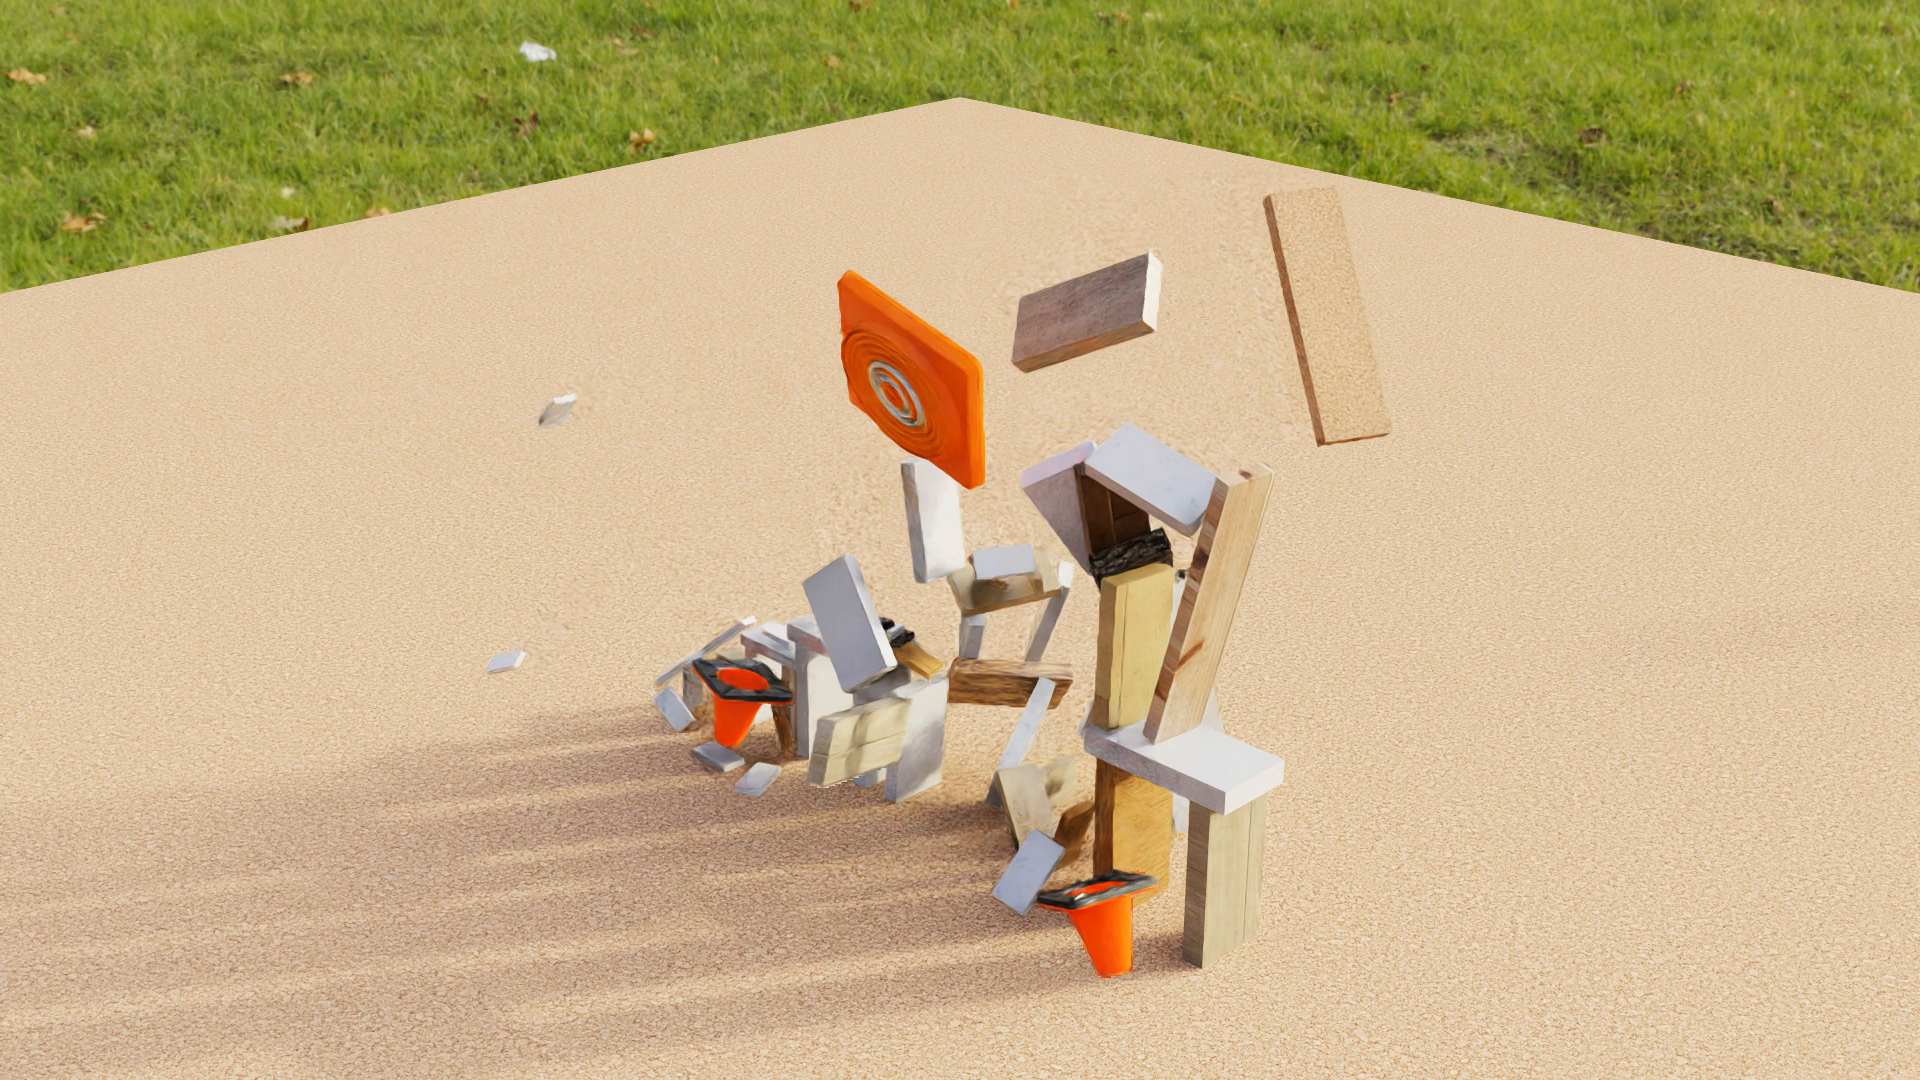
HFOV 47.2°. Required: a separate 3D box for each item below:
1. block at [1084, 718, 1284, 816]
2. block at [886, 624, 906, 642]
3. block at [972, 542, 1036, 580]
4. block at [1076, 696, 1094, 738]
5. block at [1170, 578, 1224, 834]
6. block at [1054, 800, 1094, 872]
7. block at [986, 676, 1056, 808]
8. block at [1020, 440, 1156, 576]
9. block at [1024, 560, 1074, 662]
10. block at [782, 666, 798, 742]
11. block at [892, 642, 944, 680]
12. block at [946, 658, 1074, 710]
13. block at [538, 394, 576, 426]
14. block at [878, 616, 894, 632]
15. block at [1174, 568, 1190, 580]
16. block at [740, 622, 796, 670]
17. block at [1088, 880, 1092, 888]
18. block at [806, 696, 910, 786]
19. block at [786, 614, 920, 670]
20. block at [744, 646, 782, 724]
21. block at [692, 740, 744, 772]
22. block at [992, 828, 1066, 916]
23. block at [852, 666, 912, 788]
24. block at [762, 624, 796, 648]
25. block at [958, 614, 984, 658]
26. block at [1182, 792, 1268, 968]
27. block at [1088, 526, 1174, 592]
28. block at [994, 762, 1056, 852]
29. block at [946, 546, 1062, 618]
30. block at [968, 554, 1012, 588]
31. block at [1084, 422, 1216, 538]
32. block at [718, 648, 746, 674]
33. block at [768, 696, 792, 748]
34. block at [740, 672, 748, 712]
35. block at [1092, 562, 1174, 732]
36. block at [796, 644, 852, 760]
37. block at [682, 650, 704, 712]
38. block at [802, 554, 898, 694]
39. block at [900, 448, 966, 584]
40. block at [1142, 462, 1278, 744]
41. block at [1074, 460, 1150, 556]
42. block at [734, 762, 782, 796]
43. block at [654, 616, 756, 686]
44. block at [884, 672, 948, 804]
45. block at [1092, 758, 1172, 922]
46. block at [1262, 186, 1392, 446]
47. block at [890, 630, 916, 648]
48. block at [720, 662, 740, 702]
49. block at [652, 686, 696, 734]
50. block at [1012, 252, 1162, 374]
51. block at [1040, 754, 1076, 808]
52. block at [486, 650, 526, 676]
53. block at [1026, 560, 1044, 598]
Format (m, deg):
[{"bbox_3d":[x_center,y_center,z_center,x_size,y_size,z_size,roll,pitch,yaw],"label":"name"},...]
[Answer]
[{"bbox_3d":[0.399,0.387,3.948,0.164,0.047,0.329,-21,31,-41],"label":"block"},{"bbox_3d":[-0.166,0.185,4.474,0.103,0.015,0.052,5,28,44],"label":"block"},{"bbox_3d":[0.085,0.042,4.284,0.116,0.058,0.016,-7,-16,-6],"label":"block"},{"bbox_3d":[0.328,0.375,4.395,0.168,0.084,0.024,17,21,-13],"label":"block"},{"bbox_3d":[0.419,0.319,4.214,0.143,0.468,0.040,-16,8,-17],"label":"block"},{"bbox_3d":[0.211,0.570,4.230,0.073,0.147,0.021,-21,49,-40],"label":"block"},{"bbox_3d":[0.124,0.413,4.491,0.036,0.126,0.252,23,56,6],"label":"block"},{"bbox_3d":[0.238,-0.055,4.005,0.146,0.292,0.041,-23,47,15],"label":"block"},{"bbox_3d":[0.183,0.156,4.562,0.030,0.210,0.105,20,28,-3],"label":"block"},{"bbox_3d":[-0.340,0.338,4.735,0.090,0.179,0.025,-21,31,-41],"label":"block"},{"bbox_3d":[-0.091,0.239,4.445,0.104,0.015,0.052,31,39,16],"label":"block"},{"bbox_3d":[0.096,0.298,4.564,0.252,0.126,0.036,4,55,-15],"label":"block"},{"bbox_3d":[-0.813,-0.261,4.434,0.048,0.014,0.095,-17,-16,-37],"label":"block"},{"bbox_3d":[-0.180,0.171,4.441,0.048,0.014,0.096,-29,24,-33],"label":"block"},{"bbox_3d":[0.460,0.103,4.379,0.168,0.024,0.084,5,60,-9],"label":"block"},{"bbox_3d":[-0.382,0.227,4.734,0.090,0.025,0.179,-21,31,-40],"label":"block"},{"bbox_3d":[0.292,0.592,4.169,0.021,0.147,0.073,30,28,27],"label":"block"},{"bbox_3d":[-0.189,0.379,4.177,0.034,0.121,0.352,14,7,21],"label":"block"},{"bbox_3d":[-0.223,0.208,4.549,0.131,0.037,0.263,-21,31,-41],"label":"block"},{"bbox_3d":[-0.425,0.304,4.814,0.025,0.179,0.090,21,31,41],"label":"block"},{"bbox_3d":[-0.512,0.459,4.659,0.054,0.015,0.108,-20,30,-39],"label":"block"},{"bbox_3d":[0.129,0.621,4.115,0.073,0.147,0.021,31,-4,25],"label":"block"},{"bbox_3d":[-0.161,0.370,4.551,0.131,0.263,0.037,-21,32,-41],"label":"block"},{"bbox_3d":[-0.377,0.207,4.729,0.047,0.013,0.095,-17,28,-40],"label":"block"},{"bbox_3d":[0.023,0.180,4.503,0.030,0.210,0.105,1,59,-5],"label":"block"},{"bbox_3d":[0.476,0.590,3.950,0.047,0.329,0.164,21,31,41],"label":"block"},{"bbox_3d":[0.316,0.047,4.035,0.143,0.040,0.285,-22,-12,2],"label":"block"},{"bbox_3d":[0.132,0.529,4.340,0.084,0.024,0.168,-9,69,-20],"label":"block"},{"bbox_3d":[0.088,0.083,4.430,0.210,0.030,0.105,-12,60,-18],"label":"block"},{"bbox_3d":[0.059,0.062,4.356,0.058,0.016,0.116,56,15,22],"label":"block"},{"bbox_3d":[0.340,-0.106,3.793,0.230,0.033,0.115,34,64,27],"label":"block"},{"bbox_3d":[-0.485,0.266,4.861,0.099,0.014,0.050,21,31,41],"label":"block"},{"bbox_3d":[-0.381,0.389,4.685,0.015,0.110,0.054,-14,-1,-17],"label":"block"},{"bbox_3d":[-0.462,0.328,4.862,0.014,0.099,0.050,21,31,41],"label":"block"},{"bbox_3d":[0.314,0.193,3.975,0.143,0.285,0.040,-15,27,-36],"label":"block"},{"bbox_3d":[-0.285,0.322,4.666,0.131,0.263,0.037,-21,32,-41],"label":"block"},{"bbox_3d":[-0.582,0.310,4.792,0.013,0.190,0.047,38,56,21],"label":"block"},{"bbox_3d":[-0.217,0.164,4.302,0.121,0.243,0.034,-33,-21,31],"label":"block"},{"bbox_3d":[-0.052,-0.049,4.319,0.034,0.243,0.121,5,19,38],"label":"block"},{"bbox_3d":[0.431,0.117,3.825,0.115,0.556,0.033,-16,43,-36],"label":"block"},{"bbox_3d":[0.275,-0.062,3.936,0.115,0.230,0.033,-20,47,-7],"label":"block"},{"bbox_3d":[-0.420,0.497,4.570,0.054,0.015,0.108,9,25,20],"label":"block"},{"bbox_3d":[-0.570,0.249,4.905,0.299,0.014,0.048,-34,-6,30],"label":"block"},{"bbox_3d":[-0.089,0.403,4.486,0.126,0.252,0.036,-21,37,-41],"label":"block"},{"bbox_3d":[0.322,0.530,4.092,0.164,0.328,0.047,-21,31,-40],"label":"block"},{"bbox_3d":[0.732,-0.448,4.387,0.146,0.513,0.041,-9,-8,-16],"label":"block"},{"bbox_3d":[-0.146,0.198,4.470,0.104,0.015,0.052,4,27,43],"label":"block"},{"bbox_3d":[-0.508,0.309,4.905,0.014,0.099,0.050,21,31,41],"label":"block"},{"bbox_3d":[-0.622,0.368,4.777,0.095,0.047,0.013,51,6,17],"label":"block"},{"bbox_3d":[0.229,-0.410,3.991,0.292,0.041,0.146,-15,55,37],"label":"block"},{"bbox_3d":[0.174,0.505,4.463,0.024,0.084,0.168,20,30,39],"label":"block"},{"bbox_3d":[-1.036,0.280,5.014,0.095,0.014,0.048,-13,38,36],"label":"block"},{"bbox_3d":[0.147,0.069,4.352,0.016,0.058,0.116,-22,-18,-3],"label":"block"}]
